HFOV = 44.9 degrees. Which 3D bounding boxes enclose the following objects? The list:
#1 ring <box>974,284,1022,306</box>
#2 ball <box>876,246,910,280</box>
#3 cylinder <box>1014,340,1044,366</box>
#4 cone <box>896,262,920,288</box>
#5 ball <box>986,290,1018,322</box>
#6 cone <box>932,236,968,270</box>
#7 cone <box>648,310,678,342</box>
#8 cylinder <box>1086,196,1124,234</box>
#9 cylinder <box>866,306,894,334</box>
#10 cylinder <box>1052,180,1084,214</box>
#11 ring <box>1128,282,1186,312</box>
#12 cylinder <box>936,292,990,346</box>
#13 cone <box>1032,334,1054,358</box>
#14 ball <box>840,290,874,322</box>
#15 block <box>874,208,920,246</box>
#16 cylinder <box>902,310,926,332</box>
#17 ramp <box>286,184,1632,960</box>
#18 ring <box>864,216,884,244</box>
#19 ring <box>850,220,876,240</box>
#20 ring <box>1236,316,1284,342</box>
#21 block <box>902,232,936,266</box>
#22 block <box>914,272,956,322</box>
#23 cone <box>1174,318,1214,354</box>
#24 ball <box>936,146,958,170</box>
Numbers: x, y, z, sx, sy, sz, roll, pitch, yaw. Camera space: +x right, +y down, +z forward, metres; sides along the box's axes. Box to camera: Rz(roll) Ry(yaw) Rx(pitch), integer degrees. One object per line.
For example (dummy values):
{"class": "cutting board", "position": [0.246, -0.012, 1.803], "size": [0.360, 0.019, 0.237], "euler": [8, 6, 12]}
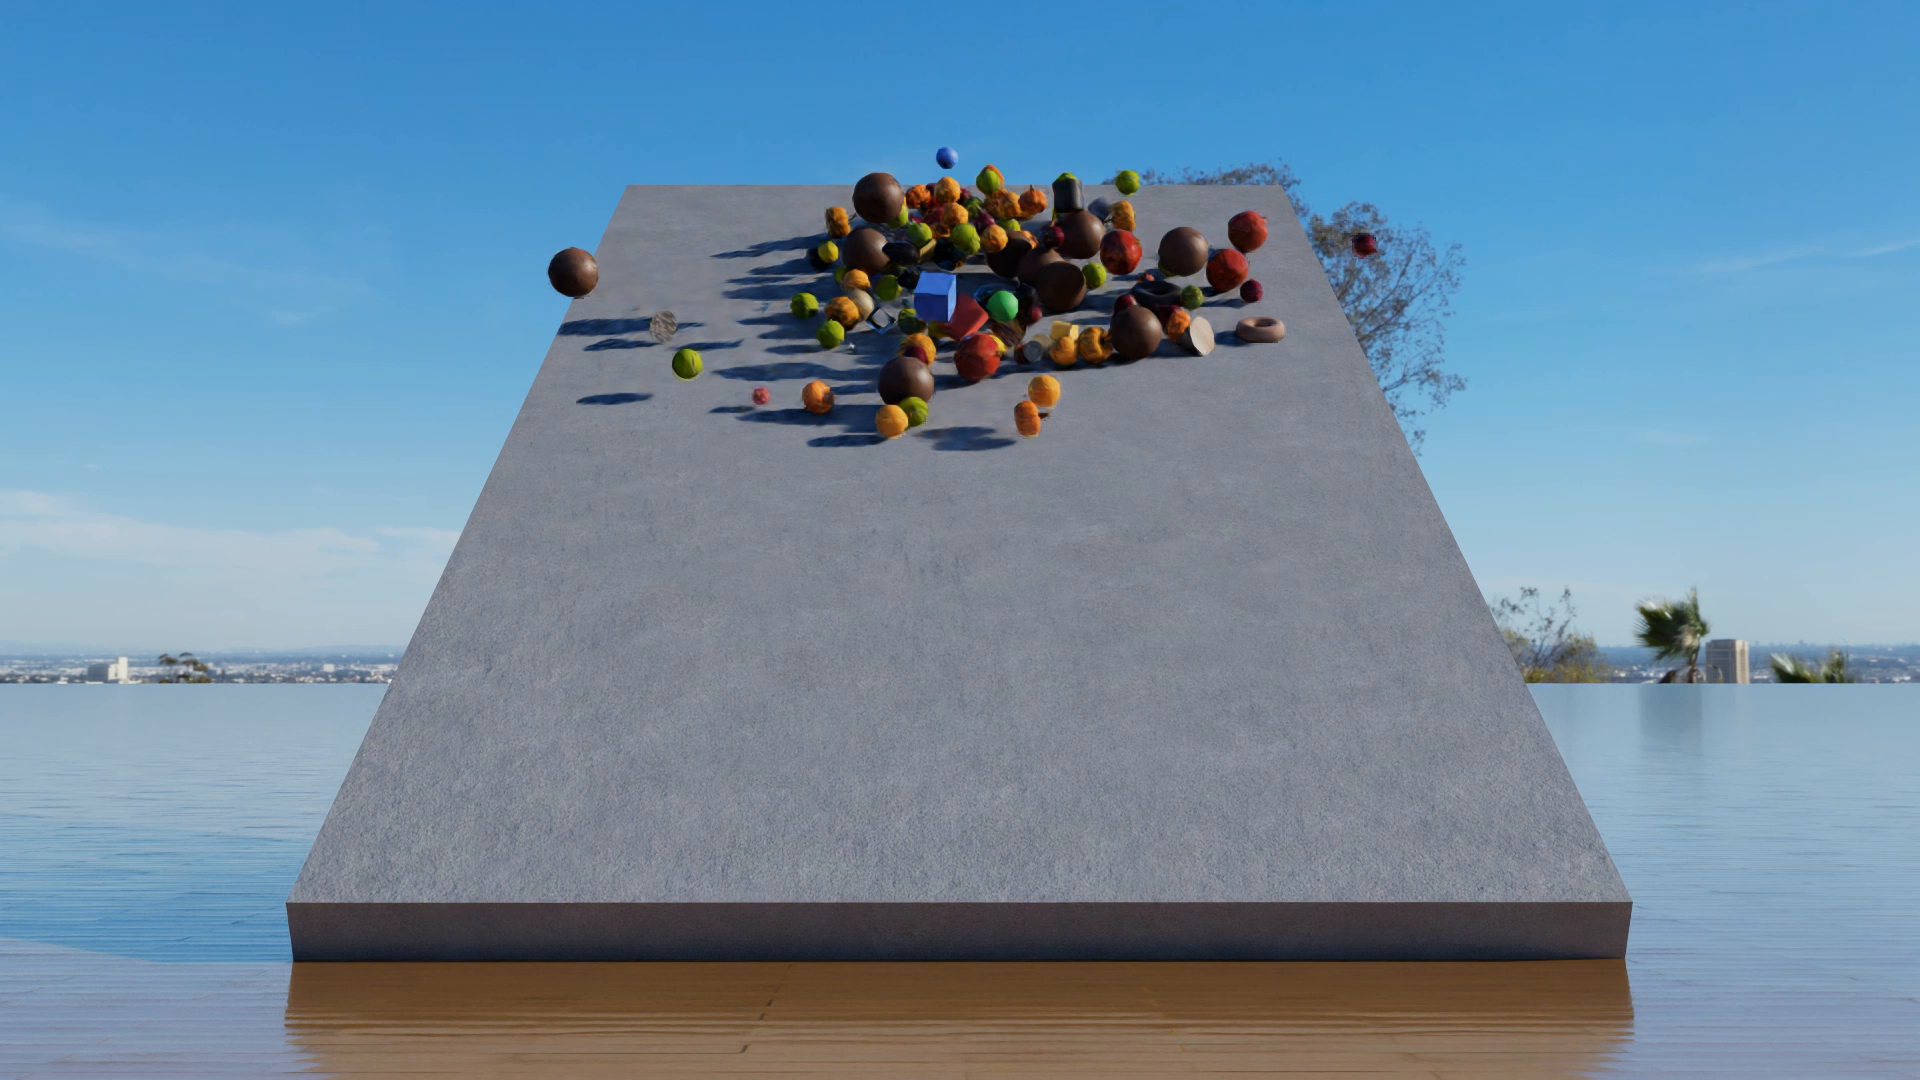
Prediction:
{"class": "ring", "position": [0.098, -0.634, 6.041], "size": [0.126, 0.042, 0.126], "euler": [1, 24, -1]}
{"class": "ball", "position": [-0.178, -0.744, 6.225], "size": [0.091, 0.091, 0.091], "euler": [0, -3, 0]}
{"class": "cylinder", "position": [0.163, -0.447, 5.555], "size": [0.053, 0.053, 0.053], "euler": [2, -5, -25]}
{"class": "cone", "position": [-0.127, -0.698, 6.023], "size": [0.067, 0.067, 0.067], "euler": [5, -28, 3]}
{"class": "ball", "position": [0.104, -0.567, 5.648], "size": [0.077, 0.077, 0.077], "euler": [0, -3, 0]}
{"class": "cone", "position": [-0.024, -0.789, 6.264], "size": [0.098, 0.098, 0.098], "euler": [0, -12, -6]}
{"class": "cone", "position": [-0.755, -0.538, 5.761], "size": [0.079, 0.079, 0.079], "euler": [3, 15, -40]}
{"class": "cylinder", "position": [0.408, -0.909, 6.516], "size": [0.077, 0.077, 0.077], "euler": [3, 34, -43]}
{"class": "cylinder", "position": [-0.199, -0.548, 5.809], "size": [0.052, 0.052, 0.052], "euler": [41, 3, 9]}
{"class": "cylinder", "position": [0.286, -0.908, 6.140], "size": [0.077, 0.077, 0.077], "euler": [-5, 0, 0]}
{"class": "ring", "position": [0.510, -0.629, 6.023], "size": [0.148, 0.049, 0.148], "euler": [1, 28, -1]}
{"class": "cylinder", "position": [0.007, -0.542, 5.719], "size": [0.093, 0.093, 0.093], "euler": [40, -7, 6]}
{"class": "cone", "position": [0.189, -0.472, 5.685], "size": [0.060, 0.060, 0.060], "euler": [1, -1, -18]}
{"class": "ball", "position": [-0.261, -0.593, 5.893], "size": [0.084, 0.084, 0.084], "euler": [0, -3, 0]}
{"class": "block", "position": [-0.171, -0.847, 6.324], "size": [0.076, 0.076, 0.076], "euler": [41, 19, 9]}
{"class": "cylinder", "position": [-0.116, -0.551, 5.836], "size": [0.055, 0.055, 0.055], "euler": [-3, -3, -7]}
{"class": "ramp", "position": [-0.008, -0.228, 5.300], "size": [2.000, 0.100, 4.000], "euler": [0, 24, 0]}
{"class": "ring", "position": [-0.226, -0.851, 6.392], "size": [0.030, 0.090, 0.090], "euler": [43, 5, 10]}
{"class": "ring", "position": [-0.260, -0.873, 6.560], "size": [0.101, 0.034, 0.101], "euler": [-18, 16, 6]}
{"class": "ring", "position": [0.749, -0.525, 5.800], "size": [0.122, 0.041, 0.122], "euler": [-1, 25, 0]}
{"class": "block", "position": [-0.112, -0.784, 6.261], "size": [0.062, 0.062, 0.062], "euler": [30, 31, 29]}
{"class": "block", "position": [-0.059, -0.581, 5.563], "size": [0.082, 0.082, 0.082], "euler": [7, -46, 11]}
{"class": "cone", "position": [0.559, -0.492, 5.719], "size": [0.094, 0.094, 0.094], "euler": [-13, -11, 42]}
{"class": "ball", "position": [-0.036, -1.058, 6.439], "size": [0.062, 0.062, 0.062], "euler": [0, -3, 0]}
